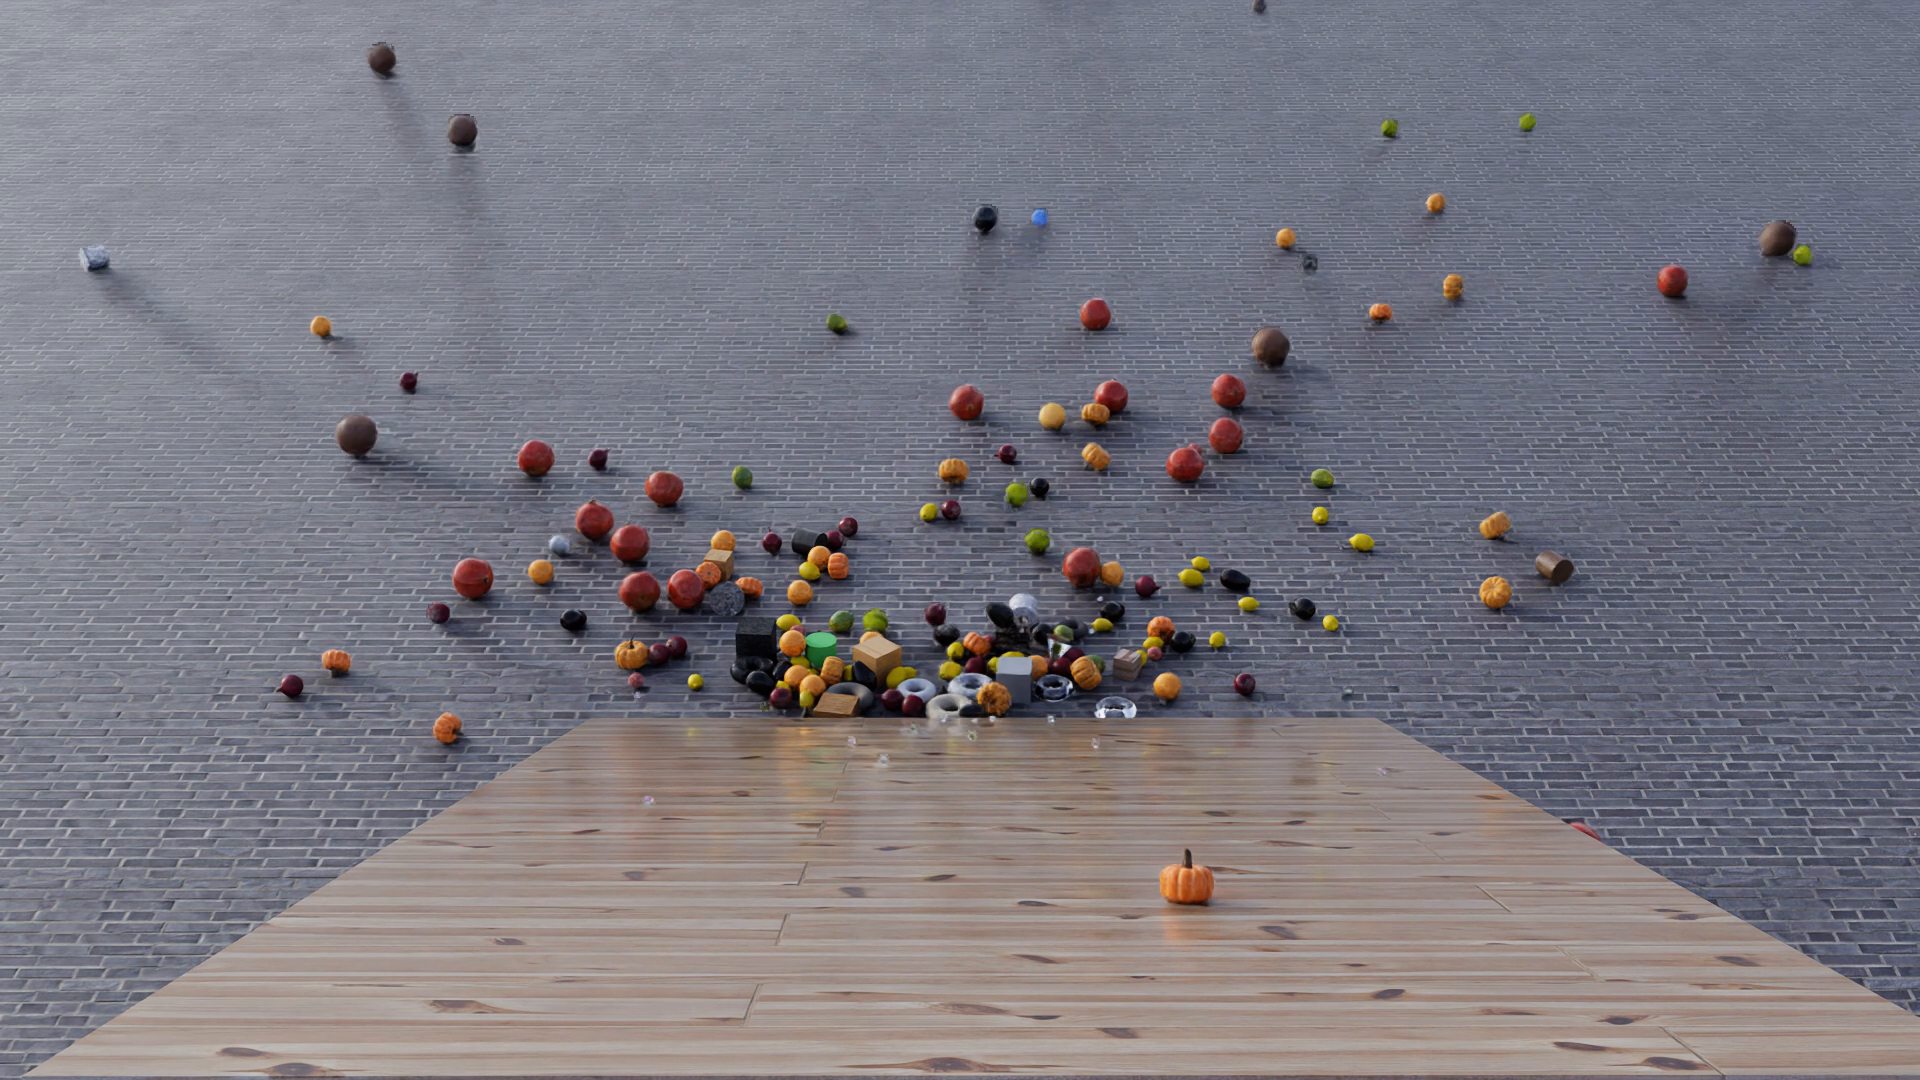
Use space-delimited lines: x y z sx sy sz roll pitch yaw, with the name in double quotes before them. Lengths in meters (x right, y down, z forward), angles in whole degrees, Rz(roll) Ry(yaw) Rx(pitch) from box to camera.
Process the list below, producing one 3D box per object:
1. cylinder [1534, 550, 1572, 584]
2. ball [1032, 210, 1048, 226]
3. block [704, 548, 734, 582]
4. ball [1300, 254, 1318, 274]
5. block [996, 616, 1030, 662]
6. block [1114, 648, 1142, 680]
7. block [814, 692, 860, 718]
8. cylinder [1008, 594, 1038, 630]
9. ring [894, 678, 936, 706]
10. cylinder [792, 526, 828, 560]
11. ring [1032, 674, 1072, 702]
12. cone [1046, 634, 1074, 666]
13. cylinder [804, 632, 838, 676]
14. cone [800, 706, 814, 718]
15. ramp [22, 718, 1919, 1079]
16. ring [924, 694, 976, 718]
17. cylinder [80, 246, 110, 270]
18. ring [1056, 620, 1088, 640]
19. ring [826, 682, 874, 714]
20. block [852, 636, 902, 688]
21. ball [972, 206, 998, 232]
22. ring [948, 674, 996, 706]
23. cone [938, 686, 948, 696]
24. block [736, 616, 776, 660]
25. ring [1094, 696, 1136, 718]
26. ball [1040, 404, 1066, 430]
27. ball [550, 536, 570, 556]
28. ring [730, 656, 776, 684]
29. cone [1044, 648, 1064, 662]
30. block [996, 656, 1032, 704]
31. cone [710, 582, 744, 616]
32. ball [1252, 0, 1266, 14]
"cylinder" 1.713 0.077 7.446 0.076 0.076 0.076 -14 26 -25
"ball" 0.312 -1.266 10.142 0.062 0.062 0.062 0 27 0
"block" -0.698 0.074 7.463 0.067 0.067 0.067 6 27 12
"ball" 1.308 -1.033 9.670 0.070 0.070 0.070 0 27 0
"block" 0.143 0.271 7.043 0.092 0.092 0.092 0 27 0
"block" 0.451 0.336 6.951 0.057 0.057 0.057 13 30 25
"block" -0.317 0.463 6.655 0.096 0.096 0.096 6 27 11
"cylinder" 0.175 0.203 7.189 0.082 0.082 0.082 1 27 3
"ring" -0.117 0.403 6.839 0.111 0.037 0.111 -1 27 1
"cylinder" -0.442 0.008 7.583 0.077 0.077 0.077 20 32 26
"ring" 0.246 0.393 6.861 0.108 0.036 0.108 -1 28 0
"cone" 0.262 0.305 6.993 0.081 0.081 0.081 15 9 -3
"cylinder" -0.376 0.308 6.976 0.086 0.086 0.086 0 27 0
"cone" -0.398 0.459 6.688 0.072 0.072 0.072 0 27 0
"ramp" 0.060 0.544 4.580 2.000 0.100 4.000 0 1 0
"ring" -0.024 0.447 6.743 0.136 0.045 0.136 1 28 0
"cylinder" -3.256 -1.060 9.712 0.080 0.080 0.080 -18 32 -32
"ring" 0.312 0.248 7.158 0.087 0.029 0.087 0 28 0
"ring" -0.296 0.421 6.795 0.139 0.046 0.139 -1 27 1
"block" -0.222 0.327 6.930 0.092 0.092 0.092 -24 35 -39
"ball" 0.098 -1.257 10.083 0.099 0.099 0.099 0 27 0
"ring" 0.033 0.396 6.848 0.131 0.044 0.131 1 26 0
"cone" -0.044 0.406 6.816 0.053 0.053 0.053 0 27 0
"block" -0.555 0.276 7.027 0.097 0.097 0.097 2 27 4
"ring" 0.406 0.446 6.754 0.112 0.037 0.112 -1 27 0
"ball" 0.303 -0.403 8.393 0.086 0.086 0.086 0 27 0
"ball" -1.177 0.015 7.589 0.059 0.059 0.059 0 27 0
"ring" -0.557 0.350 6.942 0.123 0.041 0.123 1 27 -1
"cone" 0.254 0.297 7.028 0.056 0.056 0.056 -1 24 0
"block" 0.144 0.372 6.842 0.090 0.090 0.090 2 27 4
"cone" -0.656 0.166 7.304 0.099 0.099 0.099 0 0 -1
"ball" 1.502 -2.685 12.959 0.077 0.077 0.077 0 27 0
